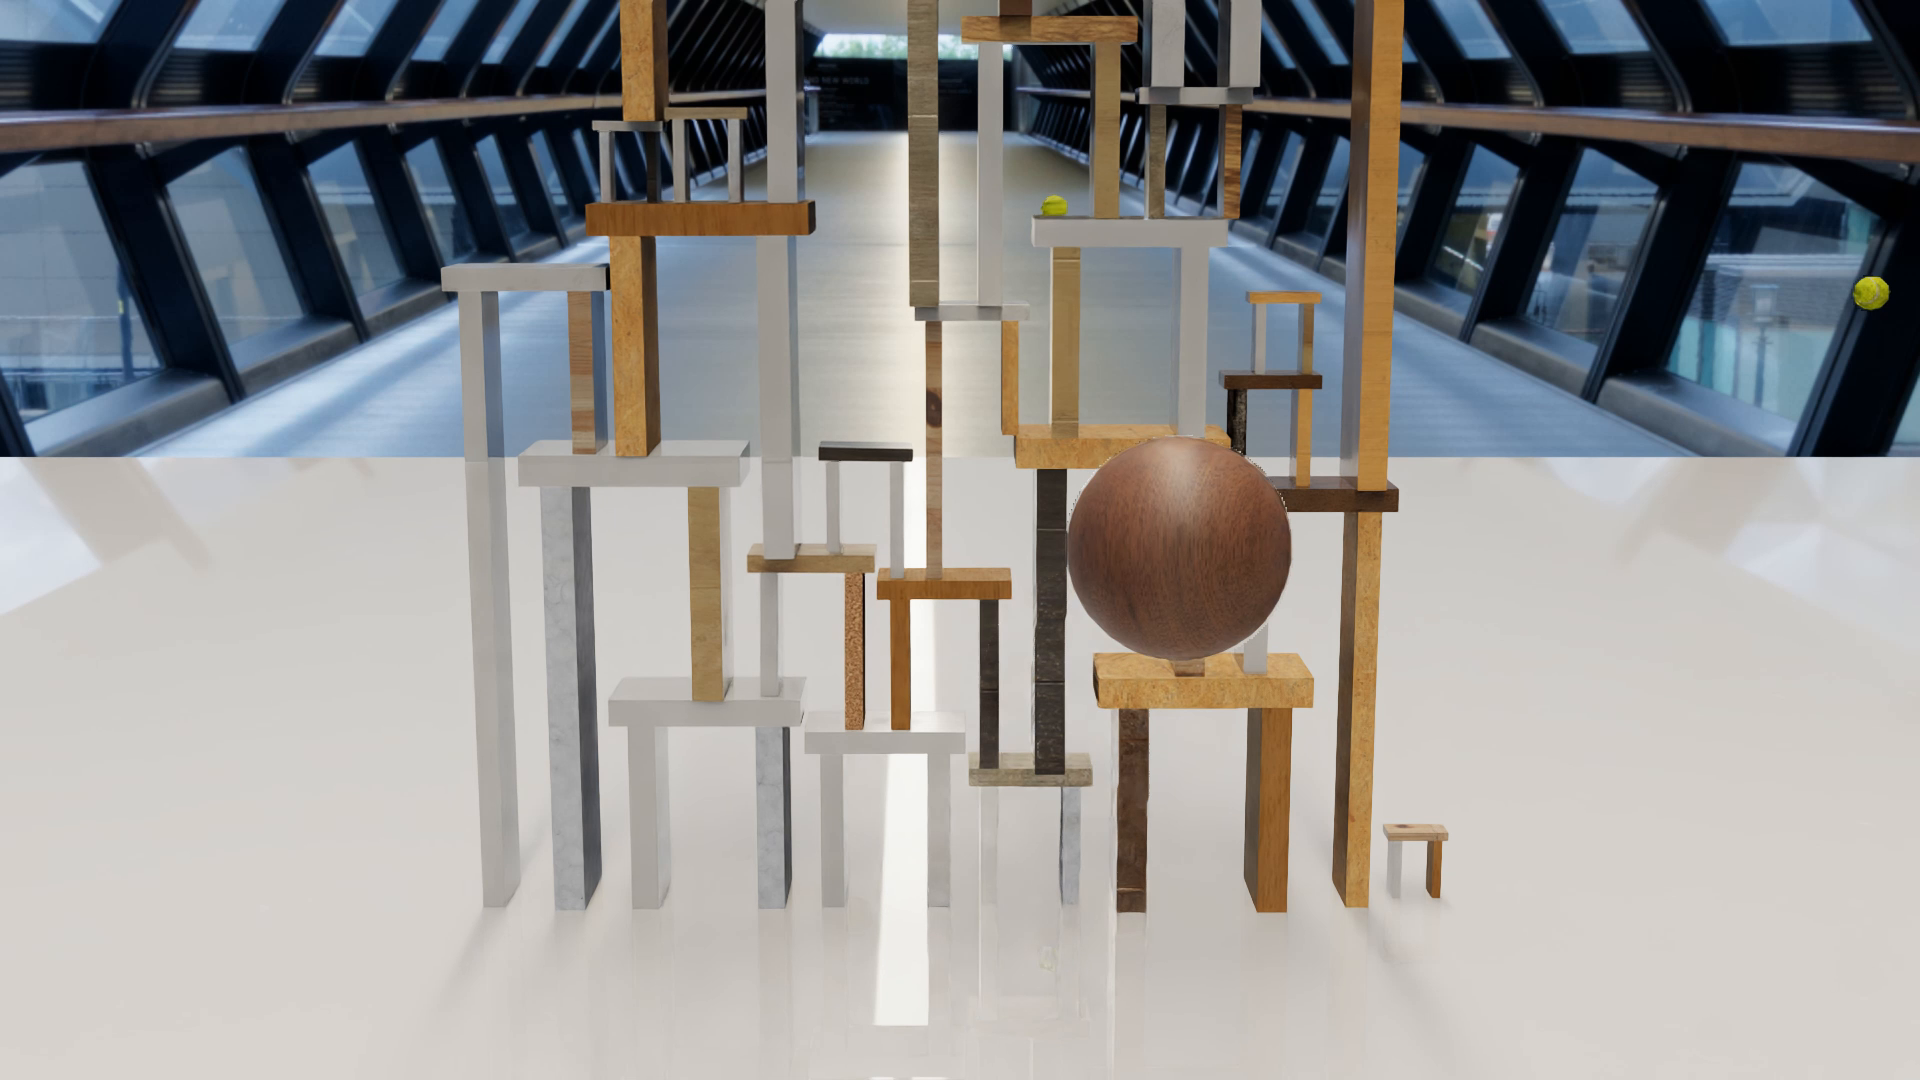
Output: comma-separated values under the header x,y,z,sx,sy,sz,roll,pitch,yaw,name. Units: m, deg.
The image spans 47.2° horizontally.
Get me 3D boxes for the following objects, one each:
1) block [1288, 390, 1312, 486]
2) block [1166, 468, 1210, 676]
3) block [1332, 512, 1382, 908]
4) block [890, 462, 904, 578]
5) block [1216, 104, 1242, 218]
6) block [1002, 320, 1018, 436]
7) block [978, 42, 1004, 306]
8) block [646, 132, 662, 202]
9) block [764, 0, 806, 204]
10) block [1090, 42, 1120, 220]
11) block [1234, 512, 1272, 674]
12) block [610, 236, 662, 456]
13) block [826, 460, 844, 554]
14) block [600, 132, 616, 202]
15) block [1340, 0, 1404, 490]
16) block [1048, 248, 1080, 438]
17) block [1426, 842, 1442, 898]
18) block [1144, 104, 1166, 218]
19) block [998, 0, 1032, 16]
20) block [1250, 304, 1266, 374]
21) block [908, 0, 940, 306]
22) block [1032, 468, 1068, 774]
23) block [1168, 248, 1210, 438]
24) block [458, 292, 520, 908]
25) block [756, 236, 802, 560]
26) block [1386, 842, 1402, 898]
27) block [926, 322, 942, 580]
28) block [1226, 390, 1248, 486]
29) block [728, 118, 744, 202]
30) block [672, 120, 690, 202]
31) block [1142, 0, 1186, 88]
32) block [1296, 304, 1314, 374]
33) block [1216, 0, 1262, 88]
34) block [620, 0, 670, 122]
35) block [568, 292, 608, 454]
x,y,z,sx,sy,sz,roll,pitch,yaw,name
0.547,-0.169,3.529,0.022,0.155,0.077,0,11,0,block
0.369,0.038,3.571,0.048,0.337,0.168,0,11,0,block
0.650,0.267,3.608,0.037,0.657,0.132,0,11,0,block
-0.101,-0.038,3.552,0.021,0.191,0.075,0,11,0,block
0.423,-0.595,3.451,0.025,0.176,0.088,0,11,0,block
0.080,-0.264,3.514,0.026,0.181,0.090,0,11,0,block
0.047,-0.575,3.455,0.038,0.402,0.134,0,11,0,block
-0.481,-0.586,3.452,0.015,0.109,0.054,0,10,0,block
-0.272,-0.689,3.428,0.045,0.320,0.160,0,11,0,block
0.226,-0.641,3.443,0.038,0.268,0.134,0,11,0,block
0.474,0.074,3.572,0.037,0.265,0.132,0,11,0,block
-0.516,-0.315,3.499,0.048,0.342,0.171,0,11,0,block
-0.202,-0.059,3.547,0.021,0.149,0.075,0,11,2,block
-0.553,-0.585,3.452,0.015,0.109,0.054,0,11,0,block
0.648,-0.558,3.452,0.046,0.947,0.162,0,11,0,block
0.165,-0.320,3.497,0.042,0.298,0.149,0,11,0,block
0.789,0.541,3.662,0.014,0.099,0.050,0,11,0,block
0.306,-0.595,3.451,0.025,0.176,0.088,0,11,0,block
0.084,-0.979,3.375,0.049,0.346,0.173,0,11,0,block
0.475,-0.323,3.504,0.016,0.112,0.056,0,11,0,block
-0.056,-0.611,3.443,0.045,0.478,0.160,0,11,0,block
0.144,0.117,3.586,0.048,0.498,0.168,0,11,0,block
0.363,-0.319,3.497,0.042,0.298,0.149,0,11,0,block
-0.763,0.096,3.576,0.036,1.006,0.128,0,11,0,block
-0.288,-0.235,3.514,0.048,0.507,0.171,0,11,0,block
0.723,0.541,3.662,0.014,0.099,0.049,0,11,0,block
-0.042,-0.149,3.536,0.026,0.414,0.090,0,11,0,block
0.444,-0.169,3.529,0.022,0.155,0.077,0,11,0,block
-0.351,-0.594,3.443,0.018,0.128,0.064,0,11,0,block
-0.436,-0.594,3.444,0.018,0.128,0.064,0,11,0,block
0.316,-0.927,3.385,0.049,0.451,0.173,0,11,0,block
0.550,-0.323,3.504,0.016,0.113,0.056,0,11,0,block
0.432,-0.863,3.394,0.046,0.324,0.162,0,11,0,block
-0.490,-0.942,3.386,0.048,0.583,0.171,0,11,0,block
-0.593,-0.273,3.507,0.036,0.256,0.128,0,11,0,block
